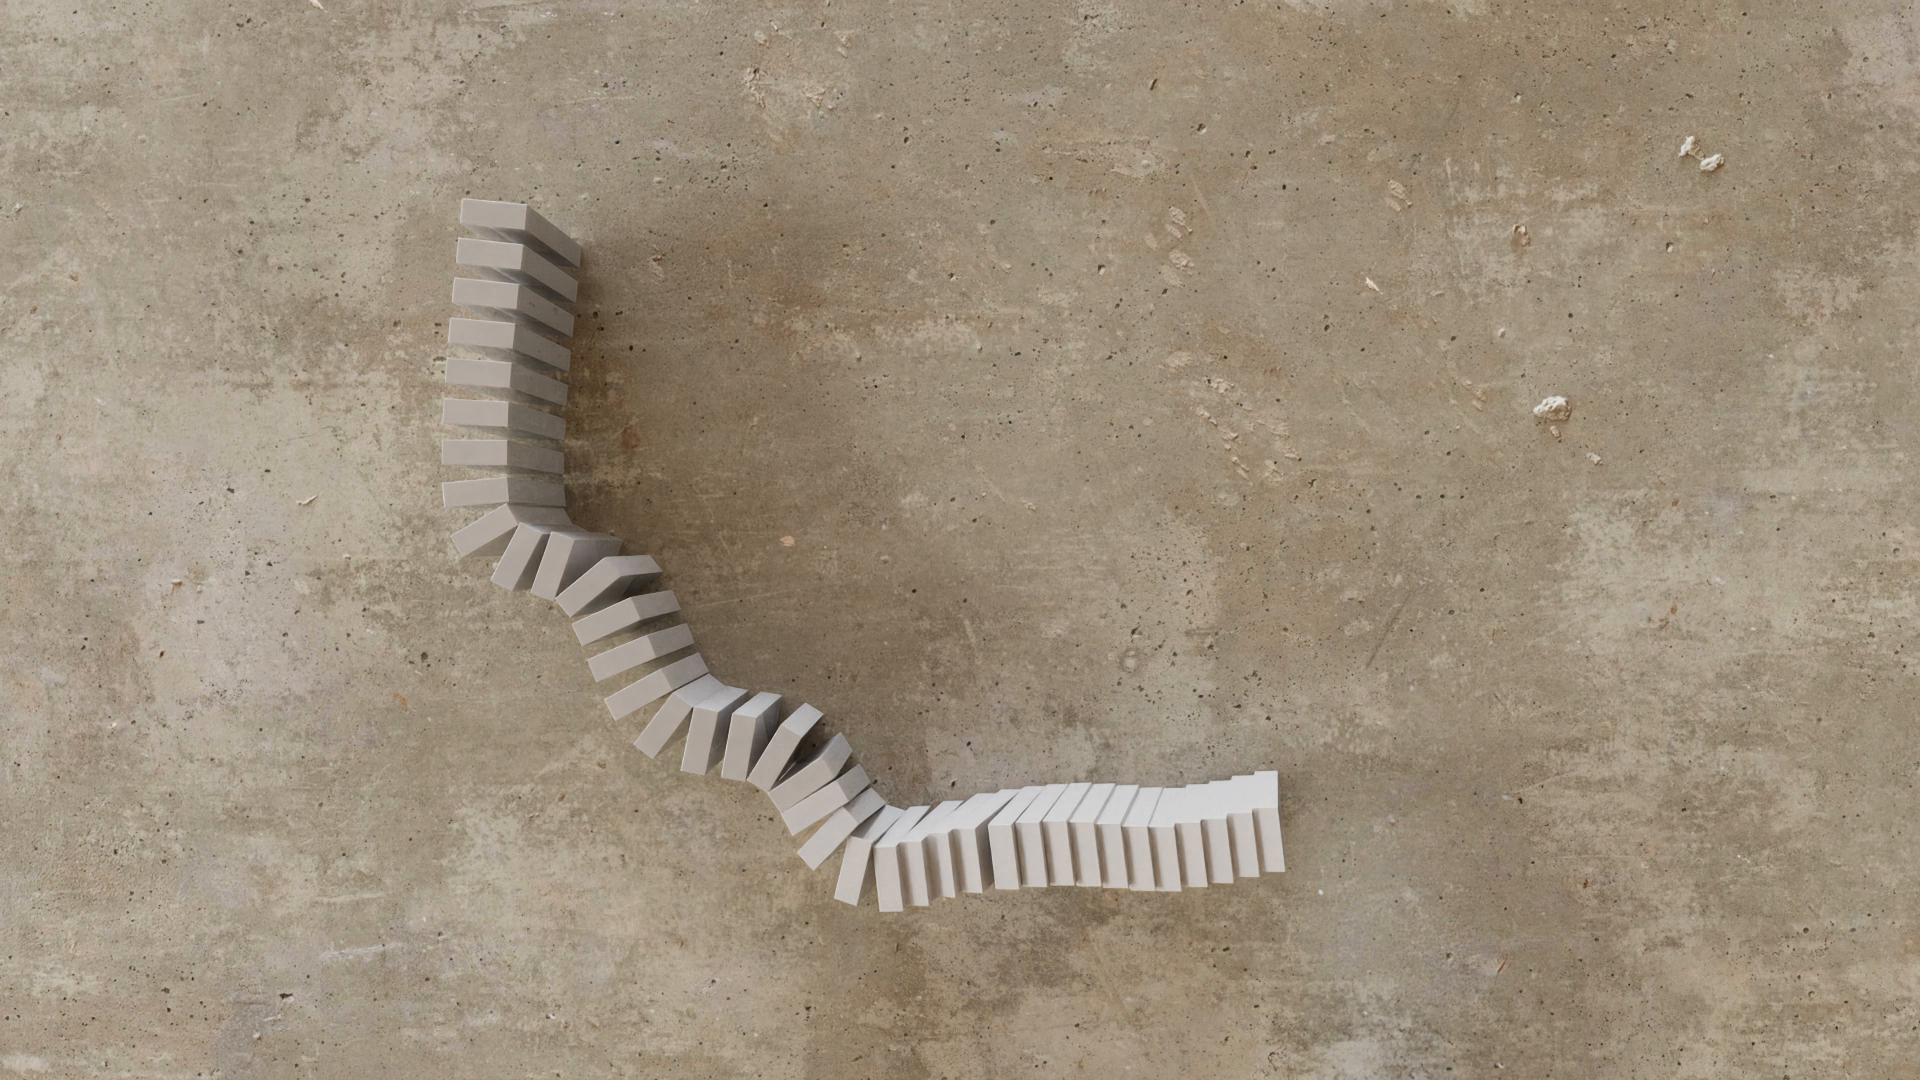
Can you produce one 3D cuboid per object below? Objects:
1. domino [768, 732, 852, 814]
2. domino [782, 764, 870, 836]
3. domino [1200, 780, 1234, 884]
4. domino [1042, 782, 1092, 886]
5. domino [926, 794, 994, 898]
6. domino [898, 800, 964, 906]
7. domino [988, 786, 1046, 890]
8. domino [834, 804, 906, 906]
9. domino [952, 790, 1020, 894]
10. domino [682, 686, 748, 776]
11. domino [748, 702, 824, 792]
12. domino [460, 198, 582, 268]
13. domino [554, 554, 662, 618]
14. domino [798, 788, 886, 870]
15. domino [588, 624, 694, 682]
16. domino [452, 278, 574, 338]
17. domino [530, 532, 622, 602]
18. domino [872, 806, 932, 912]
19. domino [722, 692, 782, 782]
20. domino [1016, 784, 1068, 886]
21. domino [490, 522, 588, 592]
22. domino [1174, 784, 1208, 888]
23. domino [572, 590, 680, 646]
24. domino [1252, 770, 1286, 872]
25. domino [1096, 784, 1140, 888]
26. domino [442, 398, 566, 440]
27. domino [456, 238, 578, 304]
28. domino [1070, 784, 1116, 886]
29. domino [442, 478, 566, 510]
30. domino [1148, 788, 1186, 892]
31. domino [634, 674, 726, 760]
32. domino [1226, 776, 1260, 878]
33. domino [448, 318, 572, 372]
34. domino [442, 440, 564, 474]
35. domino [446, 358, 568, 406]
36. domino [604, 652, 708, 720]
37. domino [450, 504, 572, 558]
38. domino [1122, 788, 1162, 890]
[{"bbox_3d":[-0.060,0.094,0.375,0.025,0.050,0.009,-34,88,0],"label":"domino"},{"bbox_3d":[-0.054,0.105,0.375,0.025,0.050,0.010,-32,82,0],"label":"domino"},{"bbox_3d":[0.107,0.118,0.375,0.009,0.050,0.025,-7,90,19],"label":"domino"},{"bbox_3d":[0.046,0.119,0.375,0.009,0.050,0.025,-7,90,19],"label":"domino"},{"bbox_3d":[0.003,0.124,0.375,0.009,0.050,0.025,-7,90,25],"label":"domino"},{"bbox_3d":[-0.010,0.127,0.375,0.009,0.050,0.025,-7,90,19],"label":"domino"},{"bbox_3d":[0.025,0.121,0.375,0.010,0.050,0.025,-7,90,20],"label":"domino"},{"bbox_3d":[-0.036,0.128,0.375,0.009,0.050,0.025,13,90,12],"label":"domino"},{"bbox_3d":[0.013,0.122,0.375,0.010,0.050,0.025,-7,90,25],"label":"domino"},{"bbox_3d":[-0.099,0.077,0.375,0.009,0.050,0.025,12,90,0],"label":"domino"},{"bbox_3d":[-0.070,0.084,0.375,0.009,0.050,0.025,31,90,1],"label":"domino"},{"bbox_3d":[-0.178,-0.125,0.375,0.025,0.050,0.010,6,90,0],"label":"domino"},{"bbox_3d":[-0.142,0.018,0.375,0.025,0.050,0.010,-40,90,0],"label":"domino"},{"bbox_3d":[-0.047,0.117,0.375,0.009,0.050,0.025,44,90,10],"label":"domino"},{"bbox_3d":[-0.129,0.045,0.375,0.025,0.050,0.009,-22,90,0],"label":"domino"},{"bbox_3d":[-0.181,-0.094,0.375,0.025,0.050,0.010,6,90,0],"label":"domino"},{"bbox_3d":[-0.156,0.010,0.375,0.010,0.050,0.025,19,90,0],"label":"domino"},{"bbox_3d":[-0.022,0.129,0.375,0.010,0.050,0.025,-7,90,14],"label":"domino"},{"bbox_3d":[-0.084,0.079,0.375,0.010,0.050,0.025,10,90,0],"label":"domino"},{"bbox_3d":[0.036,0.120,0.375,0.009,0.050,0.025,-7,90,20],"label":"domino"},{"bbox_3d":[-0.169,0.006,0.375,0.010,0.050,0.025,28,90,0],"label":"domino"},{"bbox_3d":[0.097,0.120,0.375,0.009,0.050,0.025,-7,90,19],"label":"domino"},{"bbox_3d":[-0.135,0.031,0.375,0.025,0.050,0.010,-25,90,0],"label":"domino"},{"bbox_3d":[0.126,0.114,0.375,0.009,0.050,0.025,-7,90,19],"label":"domino"},{"bbox_3d":[0.066,0.120,0.375,0.010,0.050,0.025,-7,90,19],"label":"domino"},{"bbox_3d":[-0.185,-0.049,0.375,0.025,0.050,0.010,3,90,0],"label":"domino"},{"bbox_3d":[-0.180,-0.109,0.375,0.025,0.050,0.009,6,90,0],"label":"domino"},{"bbox_3d":[0.056,0.119,0.375,0.009,0.050,0.025,-7,90,19],"label":"domino"},{"bbox_3d":[-0.185,-0.018,0.375,0.025,0.050,0.009,-5,90,0],"label":"domino"},{"bbox_3d":[0.087,0.121,0.375,0.010,0.050,0.025,-7,90,19],"label":"domino"},{"bbox_3d":[-0.113,0.071,0.375,0.010,0.050,0.025,37,90,0],"label":"domino"},{"bbox_3d":[0.117,0.116,0.375,0.009,0.050,0.025,-7,90,19],"label":"domino"},{"bbox_3d":[-0.183,-0.079,0.375,0.025,0.050,0.010,5,90,0],"label":"domino"},{"bbox_3d":[-0.185,-0.033,0.375,0.025,0.050,0.009,0,90,0],"label":"domino"},{"bbox_3d":[-0.184,-0.064,0.375,0.025,0.050,0.010,4,90,0],"label":"domino"},{"bbox_3d":[-0.123,0.059,0.375,0.025,0.050,0.009,-29,90,0],"label":"domino"},{"bbox_3d":[-0.182,-0.004,0.375,0.025,0.050,0.010,-30,90,0],"label":"domino"},{"bbox_3d":[0.077,0.121,0.375,0.010,0.050,0.025,-7,90,19],"label":"domino"}]
